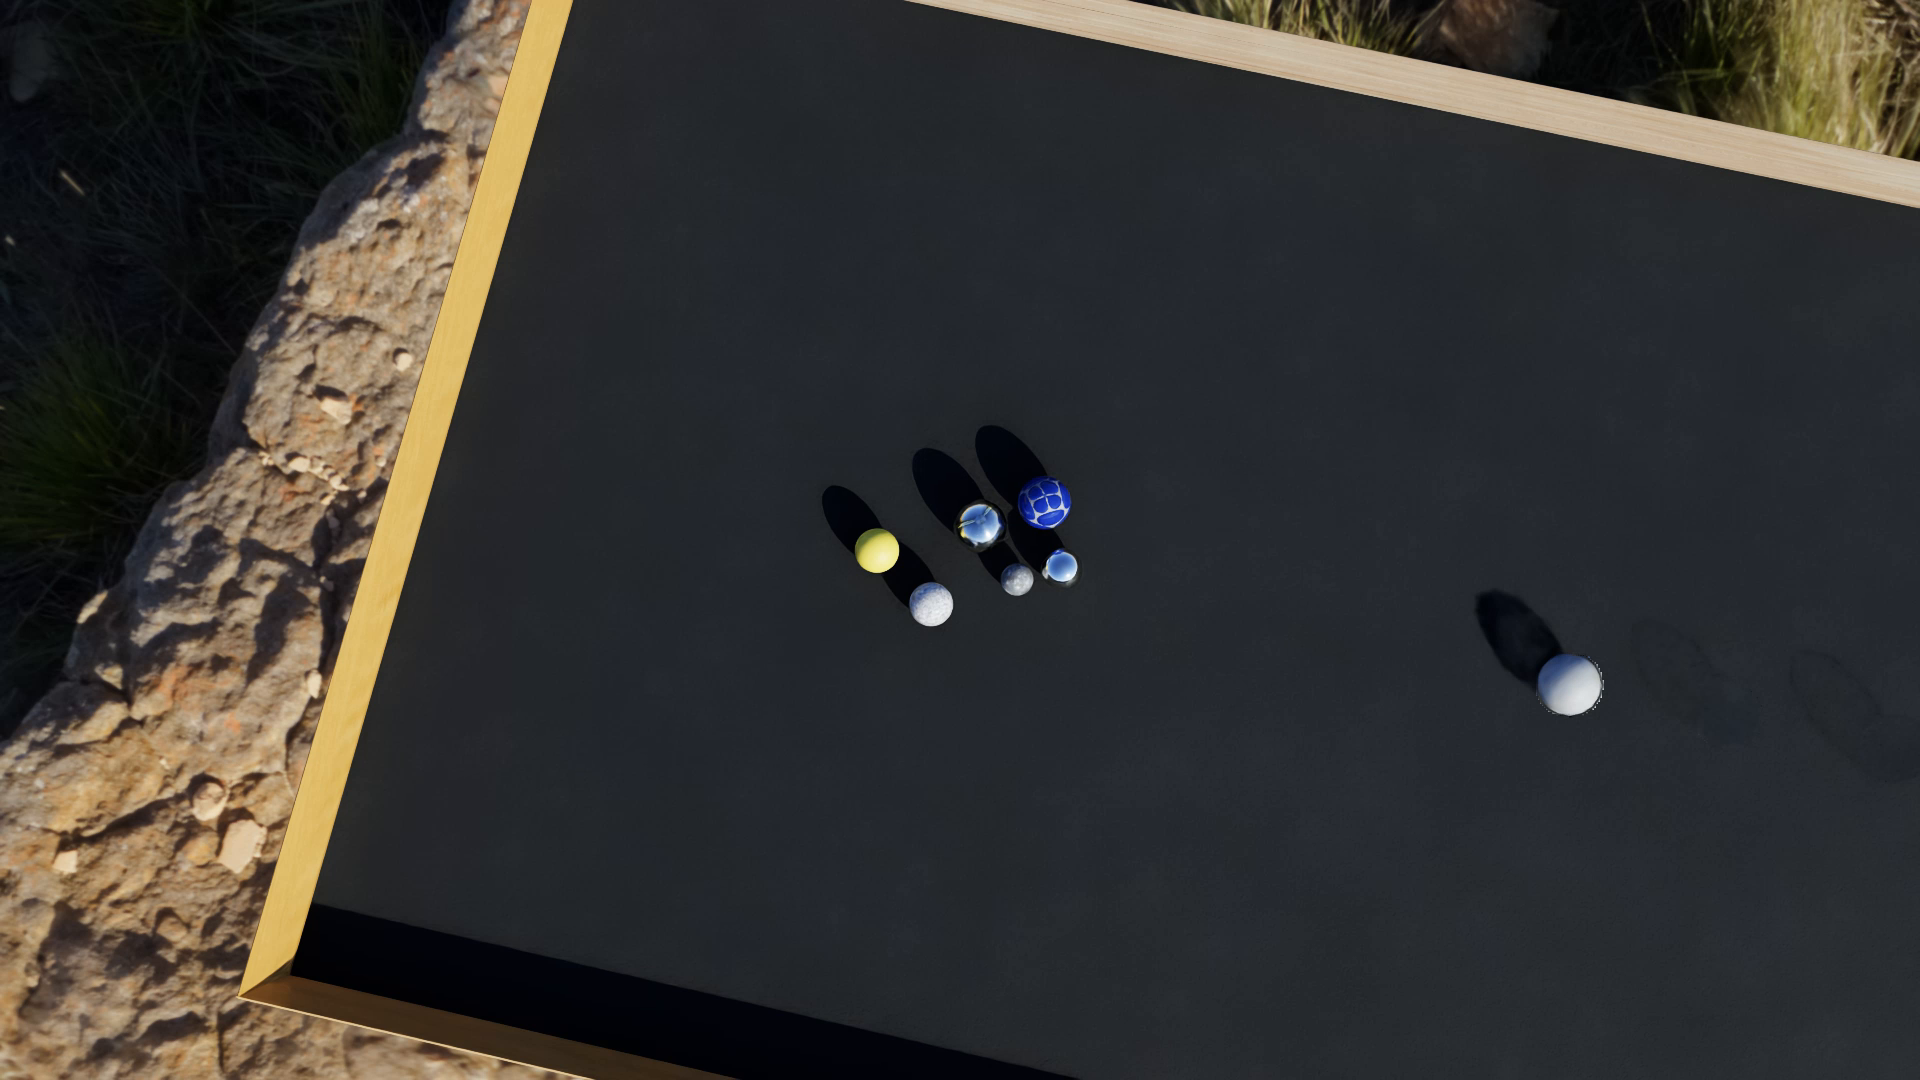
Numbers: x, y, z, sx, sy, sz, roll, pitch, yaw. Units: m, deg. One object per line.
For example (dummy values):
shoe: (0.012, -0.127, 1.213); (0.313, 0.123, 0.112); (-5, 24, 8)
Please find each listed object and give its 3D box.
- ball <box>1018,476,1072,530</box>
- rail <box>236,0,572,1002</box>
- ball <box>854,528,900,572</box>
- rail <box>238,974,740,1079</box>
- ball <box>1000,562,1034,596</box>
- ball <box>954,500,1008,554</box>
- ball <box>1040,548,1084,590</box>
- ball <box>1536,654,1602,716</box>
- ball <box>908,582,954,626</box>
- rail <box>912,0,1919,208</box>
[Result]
ball: (0.128, -0.057, 3.336); (0.082, 0.082, 0.082); (0, 76, 0)
rail: (-0.799, -0.180, 3.345); (0.045, 0.119, 1.775); (12, 77, 3)
ball: (-0.126, 0.016, 3.325); (0.068, 0.068, 0.068); (0, 76, 0)
rail: (0.633, 0.992, 3.060); (3.369, 0.119, 0.045); (12, 77, 3)
ball: (0.086, 0.059, 3.324); (0.050, 0.050, 0.050); (0, 76, 0)
ball: (0.031, -0.021, 3.327); (0.082, 0.082, 0.082); (0, 76, 0)
ball: (0.154, 0.043, 3.321); (0.064, 0.064, 0.064); (0, 76, 0)
ball: (0.904, 0.214, 3.265); (0.092, 0.092, 0.092); (0, 76, 0)
ball: (-0.043, 0.097, 3.306); (0.067, 0.067, 0.067); (0, 76, 0)
rail: (1.011, -0.647, 3.459); (3.369, 0.119, 0.045); (12, 77, 3)
